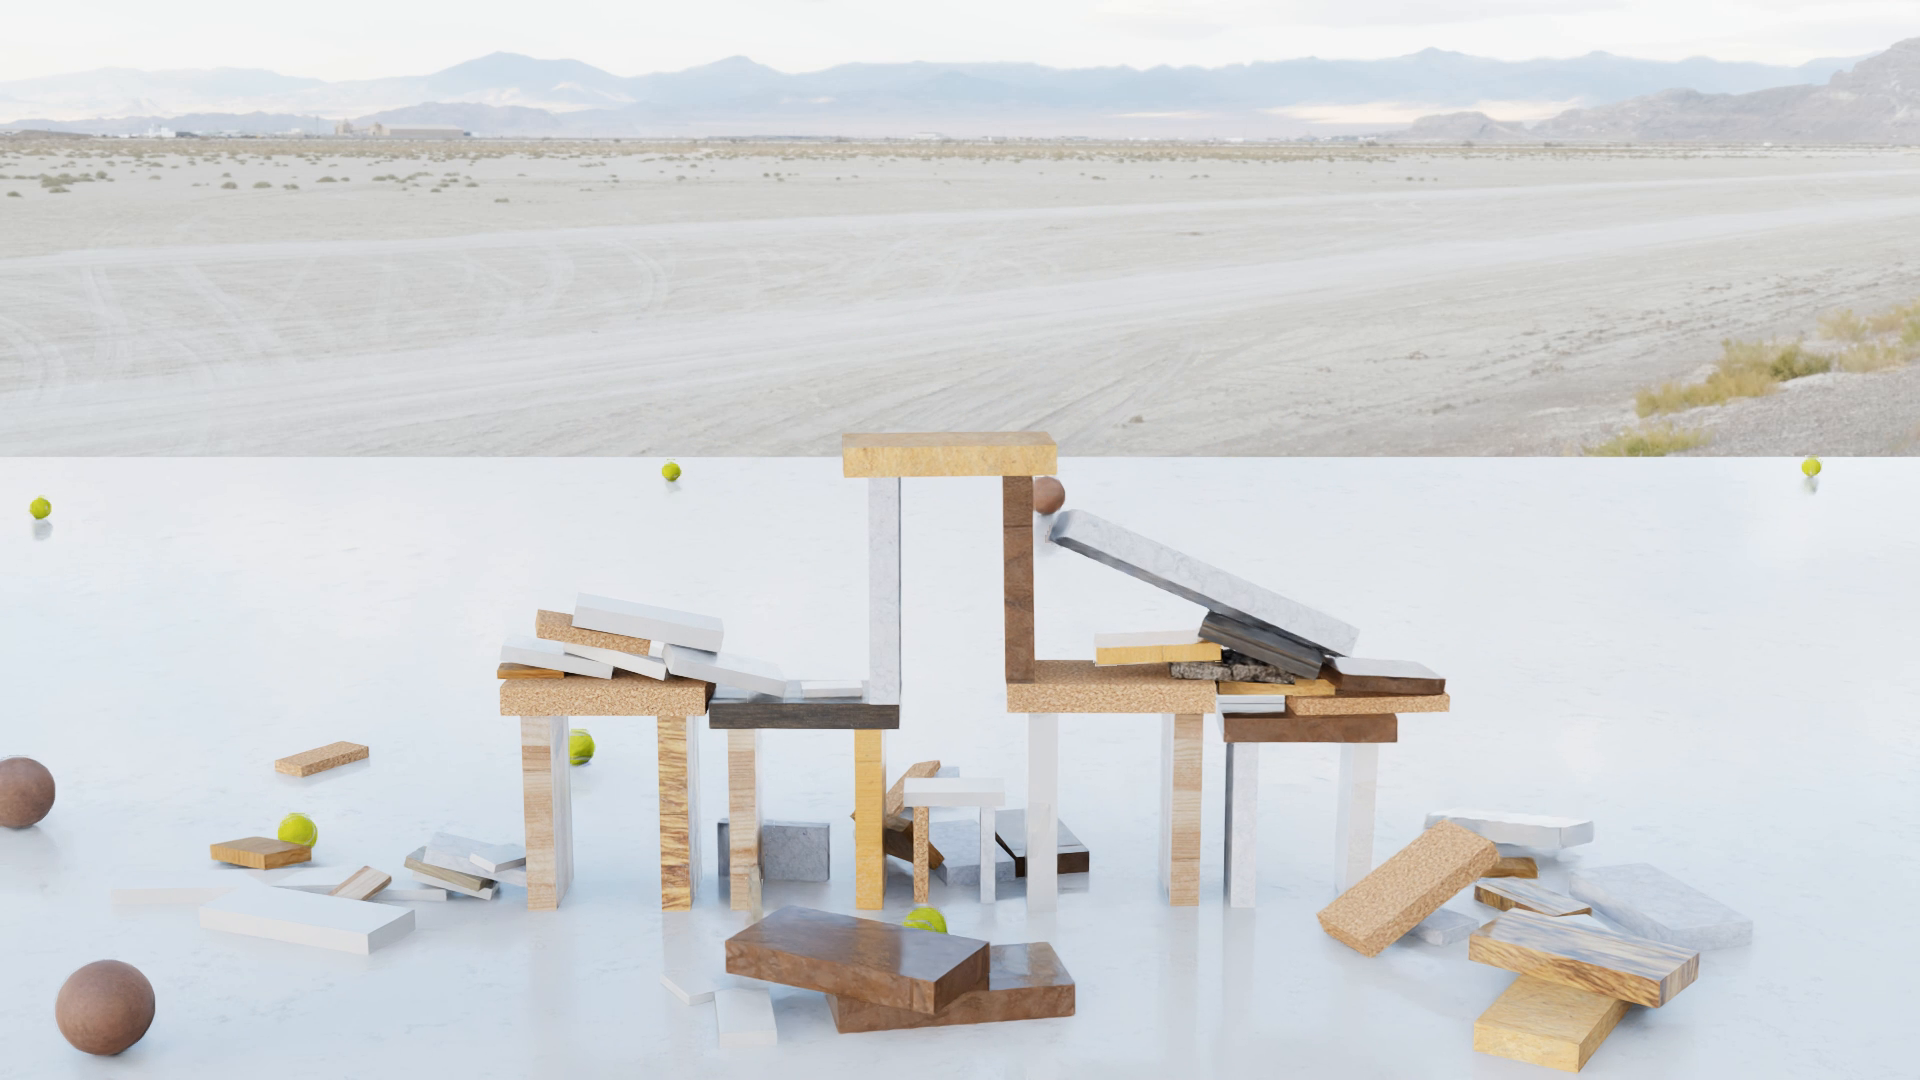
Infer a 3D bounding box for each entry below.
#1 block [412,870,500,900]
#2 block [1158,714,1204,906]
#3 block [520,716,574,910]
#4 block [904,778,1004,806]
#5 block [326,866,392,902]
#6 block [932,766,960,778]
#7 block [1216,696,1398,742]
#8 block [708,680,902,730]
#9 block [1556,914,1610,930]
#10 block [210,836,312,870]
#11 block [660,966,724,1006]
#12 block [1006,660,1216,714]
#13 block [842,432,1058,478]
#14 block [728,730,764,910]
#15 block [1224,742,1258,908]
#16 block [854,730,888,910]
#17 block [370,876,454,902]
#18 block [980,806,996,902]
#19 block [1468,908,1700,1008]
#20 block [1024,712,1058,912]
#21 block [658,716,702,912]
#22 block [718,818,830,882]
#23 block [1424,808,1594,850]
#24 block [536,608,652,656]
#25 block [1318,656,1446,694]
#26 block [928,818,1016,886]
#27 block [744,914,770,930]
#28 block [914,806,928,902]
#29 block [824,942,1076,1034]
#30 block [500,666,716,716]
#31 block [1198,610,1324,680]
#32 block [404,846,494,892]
[{"bbox_3d":[-0.839,0.563,3.667,0.134,0.019,0.067,15,11,-1],"label":"block"},{"bbox_3d":[0.367,0.422,3.661,0.047,0.334,0.167,0,11,-2],"label":"block"},{"bbox_3d":[-0.682,0.429,3.638,0.047,0.329,0.164,0,11,0],"label":"block"},{"bbox_3d":[-0.009,0.416,3.633,0.166,0.023,0.083,0,11,0],"label":"block"},{"bbox_3d":[-0.990,0.576,3.613,0.054,0.015,0.107,17,29,21],"label":"block"},{"bbox_3d":[-0.042,0.470,4.252,0.079,0.022,0.157,0,11,1],"label":"block"},{"bbox_3d":[0.567,0.295,3.614,0.280,0.040,0.140,0,11,2],"label":"block"},{"bbox_3d":[-0.250,0.269,3.604,0.306,0.043,0.153,0,11,1],"label":"block"},{"bbox_3d":[0.925,0.620,3.443,0.174,0.025,0.087,-3,11,-14],"label":"block"},{"bbox_3d":[-1.208,0.540,3.798,0.178,0.025,0.089,0,4,42],"label":"block"},{"bbox_3d":[-0.398,0.659,3.255,0.054,0.015,0.109,-6,12,-30],"label":"block"},{"bbox_3d":[0.244,0.239,3.600,0.334,0.047,0.167,0,11,1],"label":"block"},{"bbox_3d":[-0.020,-0.138,3.533,0.336,0.048,0.168,-1,11,-3],"label":"block"},{"bbox_3d":[-0.353,0.440,3.638,0.043,0.306,0.153,0,11,-1],"label":"block"},{"bbox_3d":[0.466,0.451,3.649,0.040,0.280,0.140,0,11,2],"label":"block"},{"bbox_3d":[-0.147,0.440,3.639,0.043,0.306,0.153,0,11,1],"label":"block"},{"bbox_3d":[-0.915,0.581,3.666,0.134,0.019,0.067,0,11,1],"label":"block"},{"bbox_3d":[0.046,0.509,3.651,0.023,0.166,0.083,0,11,0],"label":"block"},{"bbox_3d":[0.913,0.610,3.224,0.291,0.041,0.145,9,14,39],"label":"block"},{"bbox_3d":[0.134,0.426,3.638,0.047,0.334,0.167,0,11,0],"label":"block"},{"bbox_3d":[-0.463,0.429,3.638,0.047,0.329,0.164,0,11,0],"label":"block"},{"bbox_3d":[-0.317,0.527,3.746,0.190,0.095,0.027,2,11,9],"label":"block"},{"bbox_3d":[0.969,0.508,3.887,0.259,0.037,0.130,1,1,40],"label":"block"},{"bbox_3d":[-0.599,0.150,3.586,0.181,0.026,0.090,10,10,-15],"label":"block"},{"bbox_3d":[0.685,0.221,3.589,0.190,0.027,0.095,4,14,-20],"label":"block"},{"bbox_3d":[0.001,0.543,3.829,0.121,0.034,0.241,-3,11,-16],"label":"block"},{"bbox_3d":[-0.292,0.613,3.509,0.098,0.014,0.049,0,11,1],"label":"block"},{"bbox_3d":[-0.064,0.509,3.650,0.023,0.166,0.083,0,11,0],"label":"block"},{"bbox_3d":[-0.019,0.651,3.208,0.343,0.049,0.171,-2,11,-11],"label":"block"},{"bbox_3d":[-0.573,0.244,3.604,0.329,0.047,0.164,0,11,0],"label":"block"},{"bbox_3d":[0.486,0.169,3.543,0.199,0.028,0.099,21,11,9],"label":"block"},{"bbox_3d":[-0.846,0.545,3.650,0.134,0.019,0.067,17,11,8],"label":"block"}]
